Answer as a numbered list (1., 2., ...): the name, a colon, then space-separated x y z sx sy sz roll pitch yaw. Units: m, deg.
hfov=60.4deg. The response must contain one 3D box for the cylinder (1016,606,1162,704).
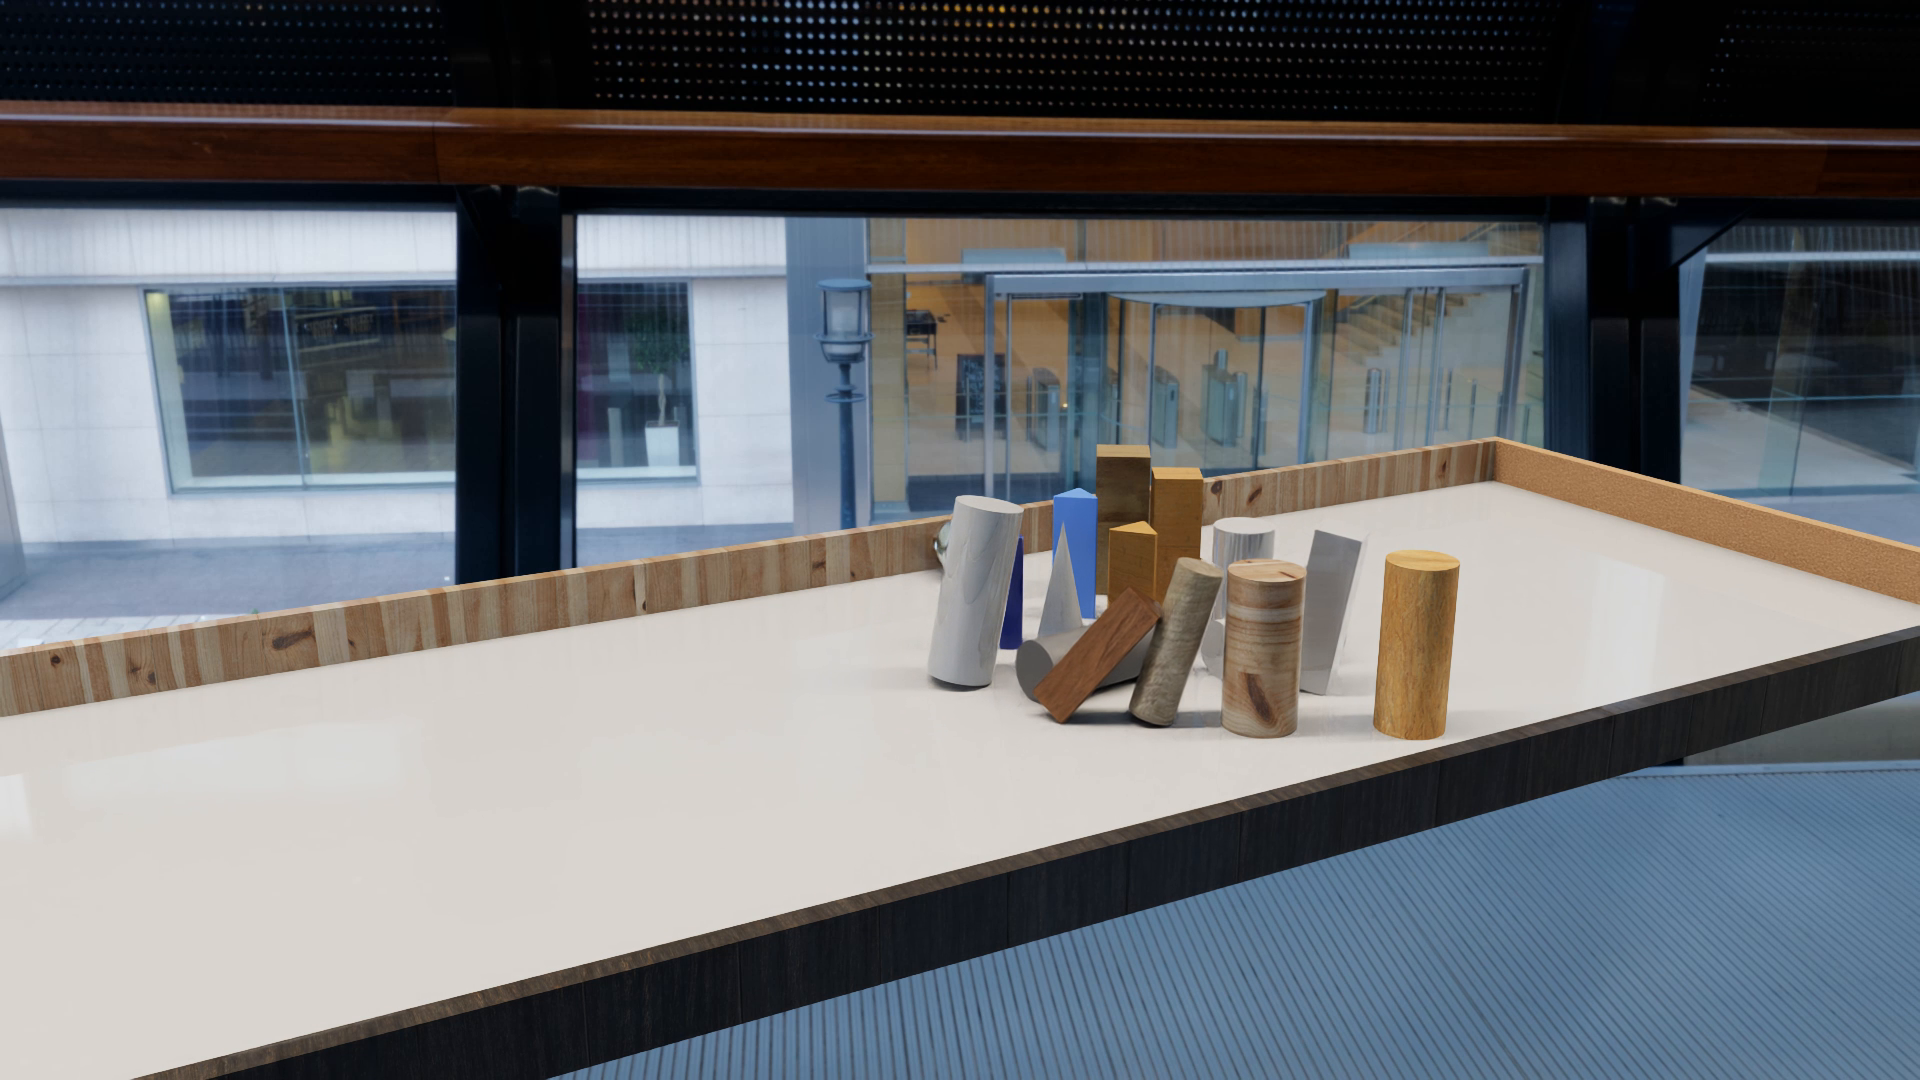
1. cylinder: 0.355 0.283 4.113 0.428 0.157 0.157 -12 20 -35

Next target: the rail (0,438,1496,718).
1. rail: -3.305 0.497 3.399 12.000 0.150 0.050 -9 18 -27

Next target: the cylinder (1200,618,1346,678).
1. cylinder: 0.805 0.252 4.233 0.355 0.149 0.149 -9 18 -27

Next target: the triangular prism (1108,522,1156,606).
1. triangular prism: 0.466 0.123 4.353 0.126 0.330 0.109 6 17 20

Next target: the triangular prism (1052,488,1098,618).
1. triangular prism: 0.325 0.036 4.616 0.120 0.348 0.104 3 17 9

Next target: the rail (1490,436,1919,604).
1. rail: 2.466 -0.048 5.253 0.050 0.150 2.100 -9 18 -27

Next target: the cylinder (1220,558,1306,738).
1. cylinder: 0.703 0.251 3.829 0.179 0.379 0.179 0 16 0

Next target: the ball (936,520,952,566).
1. ball: 0.015 0.017 4.980 0.178 0.178 0.178 0 16 0

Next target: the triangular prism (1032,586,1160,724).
1. triangular prism: 0.336 0.273 3.888 0.109 0.350 0.095 47 17 22

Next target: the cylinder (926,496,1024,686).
1. cylinder: 0.036 0.125 4.104 0.171 0.443 0.171 9 12 -2

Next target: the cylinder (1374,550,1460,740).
1. cylinder: 1.052 0.241 3.809 0.163 0.409 0.163 0 16 0

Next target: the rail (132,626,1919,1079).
1. rail: -2.336 1.006 1.665 12.000 0.150 0.050 -9 18 -27

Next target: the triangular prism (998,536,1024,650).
1. triangular prism: 0.104 0.124 4.381 0.127 0.311 0.110 1 16 3

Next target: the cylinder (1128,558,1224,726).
1. cylinder: 0.503 0.237 3.847 0.112 0.380 0.112 15 17 -5

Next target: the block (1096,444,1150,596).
1. block: 0.472 -0.059 4.821 0.153 0.414 0.153 1 16 4

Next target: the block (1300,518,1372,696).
1. block: 0.897 0.164 4.050 0.114 0.408 0.114 16 21 20

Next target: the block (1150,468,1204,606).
1. block: 0.594 0.016 4.566 0.130 0.414 0.130 1 16 2

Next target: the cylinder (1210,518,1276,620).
1. cylinder: 0.741 0.123 4.342 0.160 0.335 0.160 0 16 0

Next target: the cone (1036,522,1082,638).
1. cone: 0.260 0.136 4.207 0.155 0.387 0.155 0 16 0
